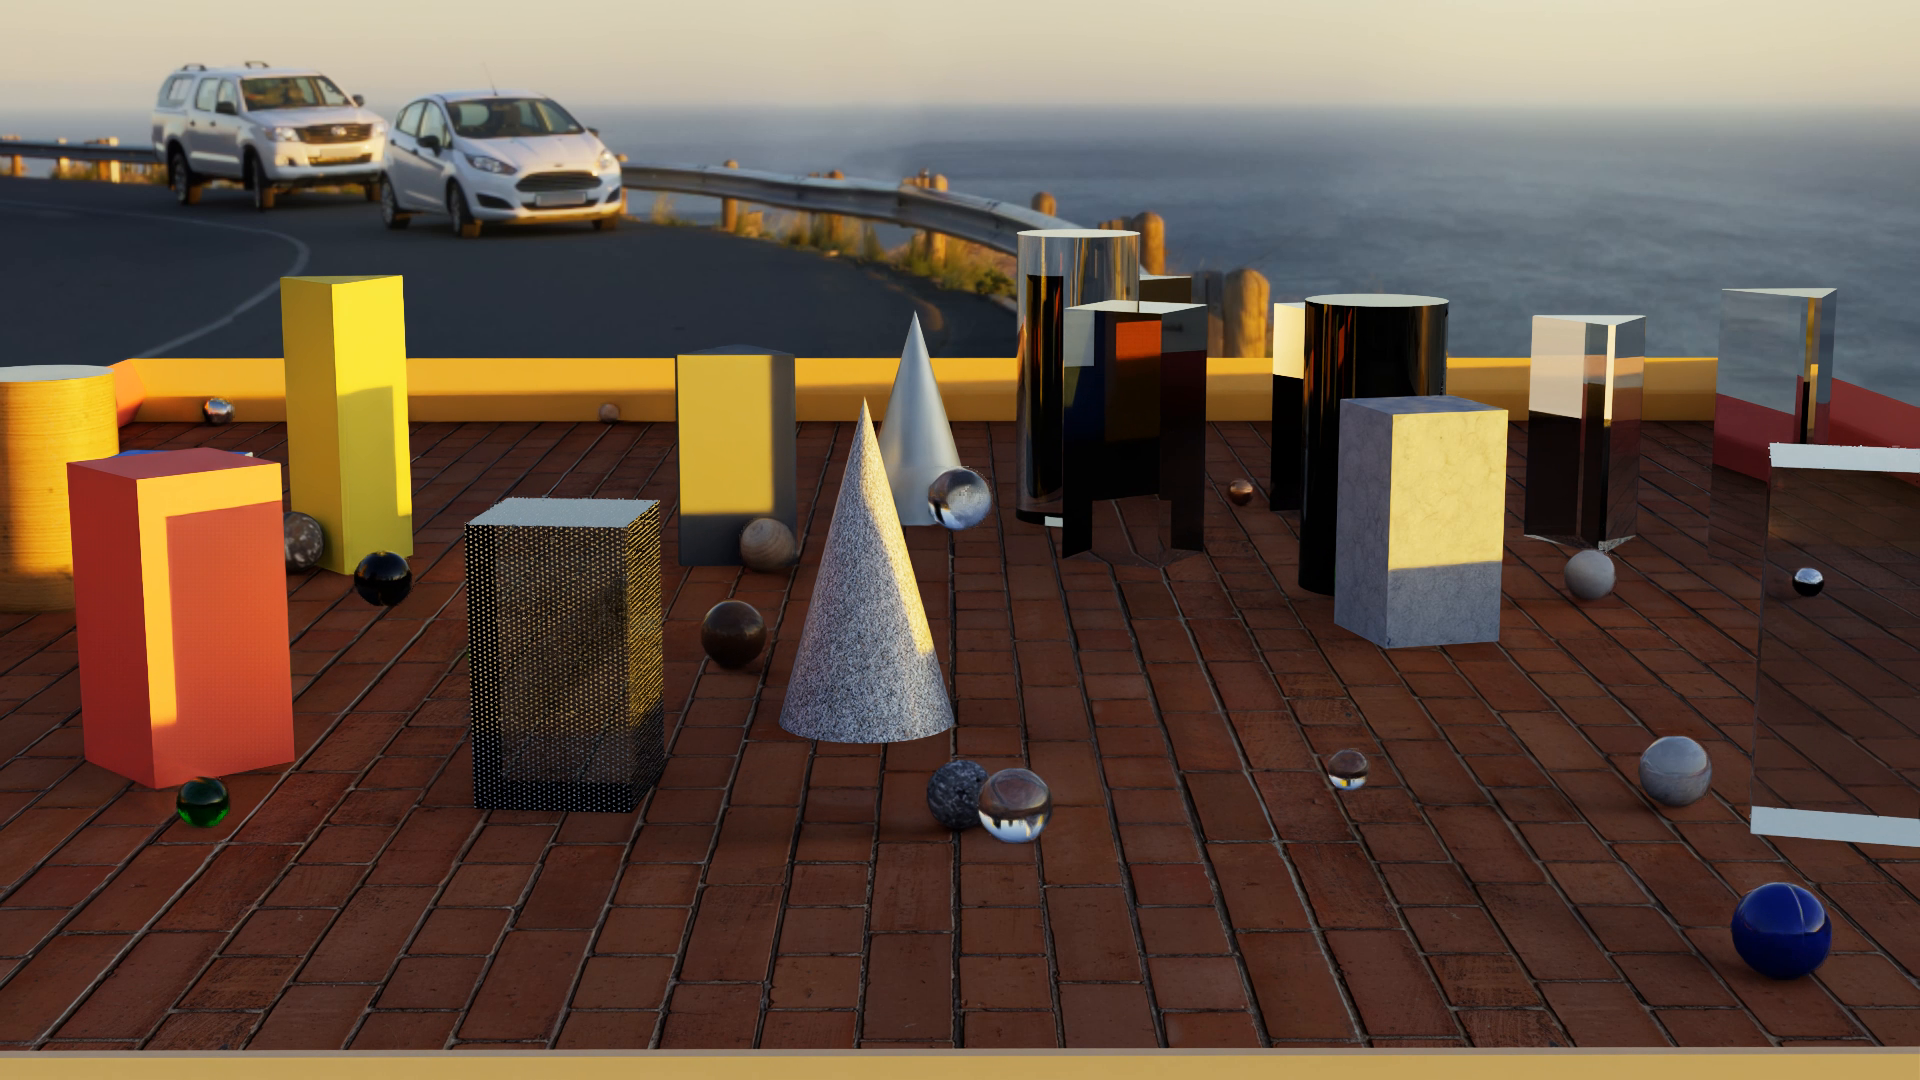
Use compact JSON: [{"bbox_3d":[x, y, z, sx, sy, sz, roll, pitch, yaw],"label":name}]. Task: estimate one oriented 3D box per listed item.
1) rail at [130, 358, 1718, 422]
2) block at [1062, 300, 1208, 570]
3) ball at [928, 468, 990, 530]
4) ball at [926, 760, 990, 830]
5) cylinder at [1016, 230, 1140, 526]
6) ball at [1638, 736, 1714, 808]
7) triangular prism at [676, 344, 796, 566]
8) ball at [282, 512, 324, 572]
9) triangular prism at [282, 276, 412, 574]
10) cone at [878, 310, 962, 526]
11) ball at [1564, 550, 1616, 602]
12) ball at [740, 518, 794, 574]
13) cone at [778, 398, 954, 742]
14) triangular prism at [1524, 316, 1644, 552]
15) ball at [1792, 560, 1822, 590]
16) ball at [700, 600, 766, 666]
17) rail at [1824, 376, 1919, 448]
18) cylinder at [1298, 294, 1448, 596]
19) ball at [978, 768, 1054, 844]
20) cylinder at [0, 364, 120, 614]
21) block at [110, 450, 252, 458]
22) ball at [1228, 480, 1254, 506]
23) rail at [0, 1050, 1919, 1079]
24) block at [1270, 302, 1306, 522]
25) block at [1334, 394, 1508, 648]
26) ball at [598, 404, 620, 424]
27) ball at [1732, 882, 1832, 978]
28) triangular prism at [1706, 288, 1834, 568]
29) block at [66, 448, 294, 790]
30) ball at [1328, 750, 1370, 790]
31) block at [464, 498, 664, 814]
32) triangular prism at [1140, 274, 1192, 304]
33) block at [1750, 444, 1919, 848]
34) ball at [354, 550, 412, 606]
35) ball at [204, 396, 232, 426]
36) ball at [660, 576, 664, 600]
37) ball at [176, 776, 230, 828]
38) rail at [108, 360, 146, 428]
[{"bbox_3d":[-0.011,-0.307,5.287,3.405,0.129,0.045,0,10,0],"label":"rail"},{"bbox_3d":[0.261,-0.161,3.827,0.158,0.374,0.158,6,12,30],"label":"block"},{"bbox_3d":[-0.001,-0.064,4.058,0.099,0.099,0.099,0,10,0],"label":"ball"},{"bbox_3d":[0.001,0.246,2.476,0.066,0.066,0.066,0,10,0],"label":"ball"},{"bbox_3d":[0.190,-0.265,4.152,0.198,0.461,0.198,0,10,0],"label":"cylinder"},{"bbox_3d":[0.711,0.230,2.549,0.071,0.071,0.071,0,10,0],"label":"ball"},{"bbox_3d":[-0.330,-0.129,3.829,0.171,0.312,0.148,0,10,-2],"label":"triangular prism"},{"bbox_3d":[-0.969,0.003,3.729,0.089,0.089,0.089,0,10,0],"label":"ball"},{"bbox_3d":[-0.884,-0.176,3.786,0.148,0.420,0.171,-9,14,-39],"label":"triangular prism"},{"bbox_3d":[-0.073,-0.207,4.177,0.198,0.337,0.198,0,10,0],"label":"cone"},{"bbox_3d":[0.866,0.049,3.528,0.070,0.070,0.070,0,10,0],"label":"ball"},{"bbox_3d":[-0.280,0.008,3.723,0.080,0.080,0.080,0,10,0],"label":"ball"},{"bbox_3d":[-0.105,0.022,2.856,0.198,0.368,0.198,0,10,0],"label":"cone"},{"bbox_3d":[0.950,-0.170,3.958,0.148,0.345,0.171,6,12,30],"label":"triangular prism"},{"bbox_3d":[1.193,0.049,3.611,0.041,0.041,0.041,0,10,0],"label":"ball"},{"bbox_3d":[-0.278,0.115,3.144,0.082,0.082,0.082,0,10,0],"label":"ball"},{"bbox_3d":[1.679,0.031,3.458,0.045,0.129,3.786,0,10,0],"label":"rail"},{"bbox_3d":[0.579,-0.135,3.603,0.198,0.404,0.198,0,10,0],"label":"cylinder"},{"bbox_3d":[0.052,0.252,2.431,0.072,0.072,0.072,0,10,0],"label":"ball"},{"bbox_3d":[-1.253,-0.072,3.515,0.198,0.314,0.198,0,10,0],"label":"cylinder"},{"bbox_3d":[-0.964,0.029,3.133,0.158,0.254,0.158,1,11,6],"label":"block"},{"bbox_3d":[0.470,-0.079,4.294,0.044,0.044,0.044,0,10,0],"label":"ball"},{"bbox_3d":[0.011,0.373,1.611,3.405,0.129,0.045,0,10,0],"label":"rail"},{"bbox_3d":[0.613,-0.208,4.164,0.158,0.344,0.158,-4,11,-19],"label":"block"},{"bbox_3d":[0.593,-0.027,3.314,0.158,0.298,0.158,-3,11,-16],"label":"block"},{"bbox_3d":[-0.722,-0.259,5.271,0.043,0.043,0.043,0,10,0],"label":"ball"},{"bbox_3d":[0.663,0.315,2.071,0.078,0.078,0.078,0,10,0],"label":"ball"},{"bbox_3d":[1.230,-0.167,3.783,0.148,0.401,0.171,-7,13,-34],"label":"triangular prism"},{"bbox_3d":[-0.817,0.077,2.694,0.158,0.319,0.158,-10,14,-43],"label":"block"},{"bbox_3d":[0.395,0.234,2.608,0.042,0.042,0.042,0,10,0],"label":"ball"},{"bbox_3d":[-0.395,0.113,2.589,0.158,0.286,0.158,1,11,5],"label":"block"},{"bbox_3d":[0.288,-0.276,4.473,0.171,0.366,0.148,-7,12,-32],"label":"triangular prism"},{"bbox_3d":[0.857,0.097,2.484,0.158,0.357,0.158,3,11,16],"label":"block"},{"bbox_3d":[-0.785,0.052,3.493,0.077,0.077,0.077,0,10,0],"label":"ball"},{"bbox_3d":[-1.518,-0.264,5.250,0.058,0.058,0.058,0,10,0],"label":"ball"},{"bbox_3d":[-0.430,0.067,3.439,0.068,0.068,0.068,0,10,0],"label":"ball"},{"bbox_3d":[-0.732,0.253,2.483,0.049,0.049,0.049,0,10,0],"label":"ball"},{"bbox_3d":[-1.679,0.035,3.439,0.045,0.129,3.786,0,10,0],"label":"rail"}]
